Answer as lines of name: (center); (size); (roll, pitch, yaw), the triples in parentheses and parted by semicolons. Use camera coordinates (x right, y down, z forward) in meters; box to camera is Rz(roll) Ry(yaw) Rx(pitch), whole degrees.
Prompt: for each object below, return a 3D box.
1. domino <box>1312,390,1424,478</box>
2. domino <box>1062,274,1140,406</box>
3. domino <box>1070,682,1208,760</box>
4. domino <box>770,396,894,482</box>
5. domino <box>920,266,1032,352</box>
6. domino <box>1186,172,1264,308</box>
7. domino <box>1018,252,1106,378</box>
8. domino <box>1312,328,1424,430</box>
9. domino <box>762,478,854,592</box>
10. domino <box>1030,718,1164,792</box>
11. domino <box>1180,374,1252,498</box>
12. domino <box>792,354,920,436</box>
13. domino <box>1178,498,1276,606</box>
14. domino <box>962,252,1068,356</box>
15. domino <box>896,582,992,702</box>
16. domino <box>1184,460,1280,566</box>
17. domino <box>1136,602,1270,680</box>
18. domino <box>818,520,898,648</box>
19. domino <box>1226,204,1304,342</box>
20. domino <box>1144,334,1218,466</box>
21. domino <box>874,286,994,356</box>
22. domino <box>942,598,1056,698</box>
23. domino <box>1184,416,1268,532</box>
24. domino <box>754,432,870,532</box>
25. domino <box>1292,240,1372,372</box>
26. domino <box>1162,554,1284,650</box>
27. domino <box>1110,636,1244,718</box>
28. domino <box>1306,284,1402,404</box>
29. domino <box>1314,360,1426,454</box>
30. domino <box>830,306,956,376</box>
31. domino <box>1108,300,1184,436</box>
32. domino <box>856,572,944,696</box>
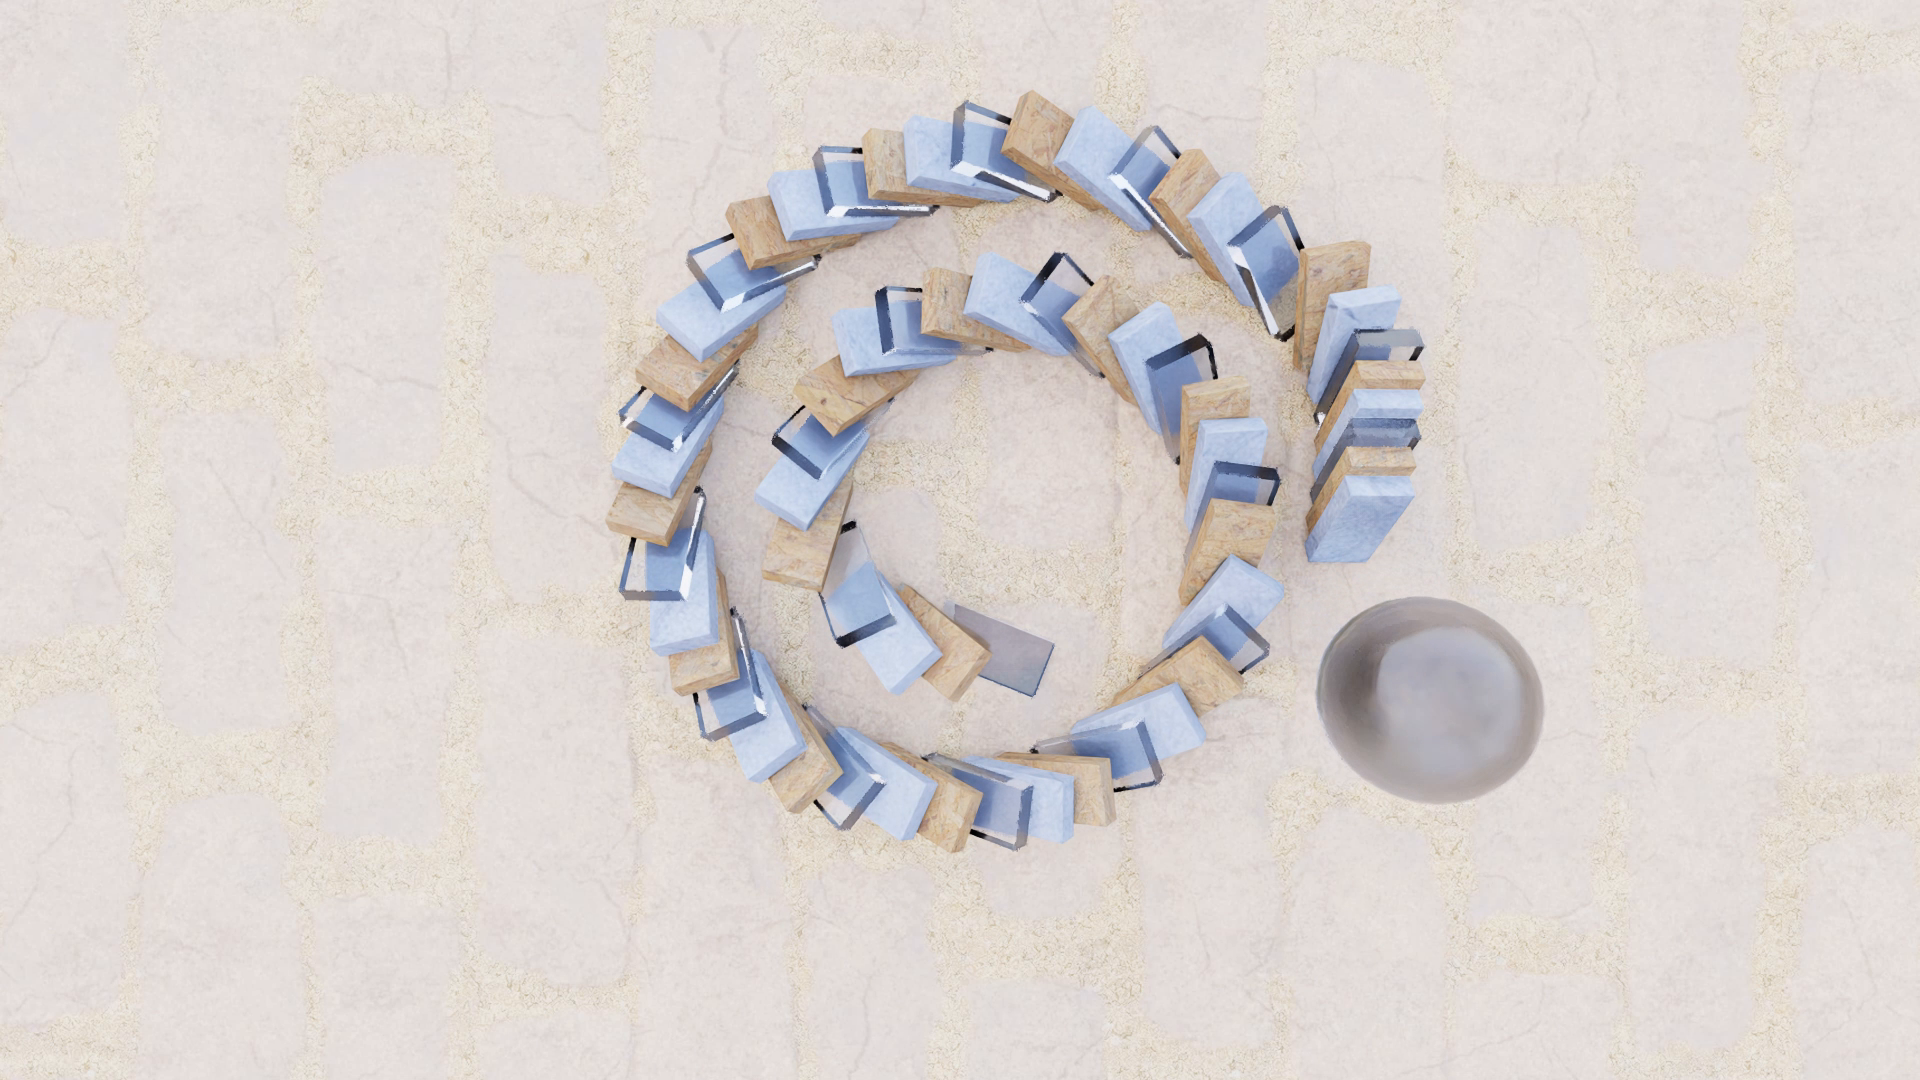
domino: (0.166, -0.041, 0.376); (0.025, 0.050, 0.010); (0, 58, 0)
domino: (0.067, -0.083, 0.383); (0.025, 0.009, 0.050); (-46, 122, 0)
domino: (0.074, 0.081, 0.383); (0.050, 0.010, 0.025); (-30, 91, 31)
domino: (-0.053, -0.050, 0.383); (0.025, 0.009, 0.050); (39, 59, 0)
domino: (0.008, -0.095, 0.382); (0.050, 0.009, 0.025); (3, 89, -35)
domino: (0.117, -0.124, 0.382); (0.025, 0.009, 0.050); (-48, 123, -2)
domino: (0.050, -0.093, 0.383); (0.050, 0.009, 0.025); (37, 90, -32)
domino: (0.167, -0.065, 0.377); (0.025, 0.050, 0.010); (0, 56, 0)
domino: (-0.063, -0.005, 0.384); (0.025, 0.010, 0.050); (13, 63, 0)
domino: (0.057, 0.093, 0.383); (0.050, 0.009, 0.025); (-20, 90, 30)
domino: (0.105, -0.042, 0.380); (0.025, 0.009, 0.050); (-10, 129, -1)
domino: (-0.042, -0.066, 0.381); (0.025, 0.010, 0.050); (48, 53, 1)
domino: (0.110, 0.007, 0.381); (0.025, 0.009, 0.050); (8, 128, -2)
domino: (0.027, -0.097, 0.382); (0.050, 0.009, 0.025); (17, 87, -34)
domino: (-0.013, 0.042, 0.384); (0.050, 0.010, 0.025); (37, 90, 30)
domino: (0.112, -0.008, 0.381); (0.025, 0.009, 0.050); (7, 128, -1)
domino: (0.101, 0.051, 0.383); (0.025, 0.010, 0.050); (44, 122, -1)
domino: (-0.047, 0.018, 0.382); (0.025, 0.010, 0.050); (-25, 57, 0)
domino: (0.133, -0.111, 0.383); (0.025, 0.009, 0.050); (-41, 123, 0)
domino: (0.095, -0.057, 0.380); (0.025, 0.010, 0.050); (-26, 130, -1)
domino: (-0.010, -0.091, 0.381); (0.050, 0.009, 0.025); (-7, 89, -36)
domino: (0.013, 0.047, 0.395); (0.050, 0.009, 0.025); (22, 90, 0)
domino: (0.110, -0.026, 0.380); (0.025, 0.010, 0.050); (-3, 128, -2)
domino: (-0.062, -0.030, 0.385); (0.025, 0.009, 0.050); (31, 64, 0)
domino: (0.154, -0.097, 0.382); (0.025, 0.010, 0.050); (-10, 123, -1)
domino: (0.109, 0.032, 0.383); (0.025, 0.009, 0.050); (31, 122, 0)
domino: (0.090, 0.064, 0.382); (0.025, 0.010, 0.050); (46, 122, -2)
domino: (0.161, -0.080, 0.378); (0.025, 0.050, 0.009); (-9, 51, 0)
domino: (0.167, -0.053, 0.376); (0.025, 0.050, 0.009); (0, 58, 0)
domino: (-0.027, -0.084, 0.382); (0.050, 0.009, 0.025); (-14, 90, -34)
domino: (0.083, -0.071, 0.382); (0.025, 0.009, 0.050); (-35, 125, 0)
domino: (-0.032, 0.037, 0.382); (0.025, 0.009, 0.050); (-43, 59, 5)
